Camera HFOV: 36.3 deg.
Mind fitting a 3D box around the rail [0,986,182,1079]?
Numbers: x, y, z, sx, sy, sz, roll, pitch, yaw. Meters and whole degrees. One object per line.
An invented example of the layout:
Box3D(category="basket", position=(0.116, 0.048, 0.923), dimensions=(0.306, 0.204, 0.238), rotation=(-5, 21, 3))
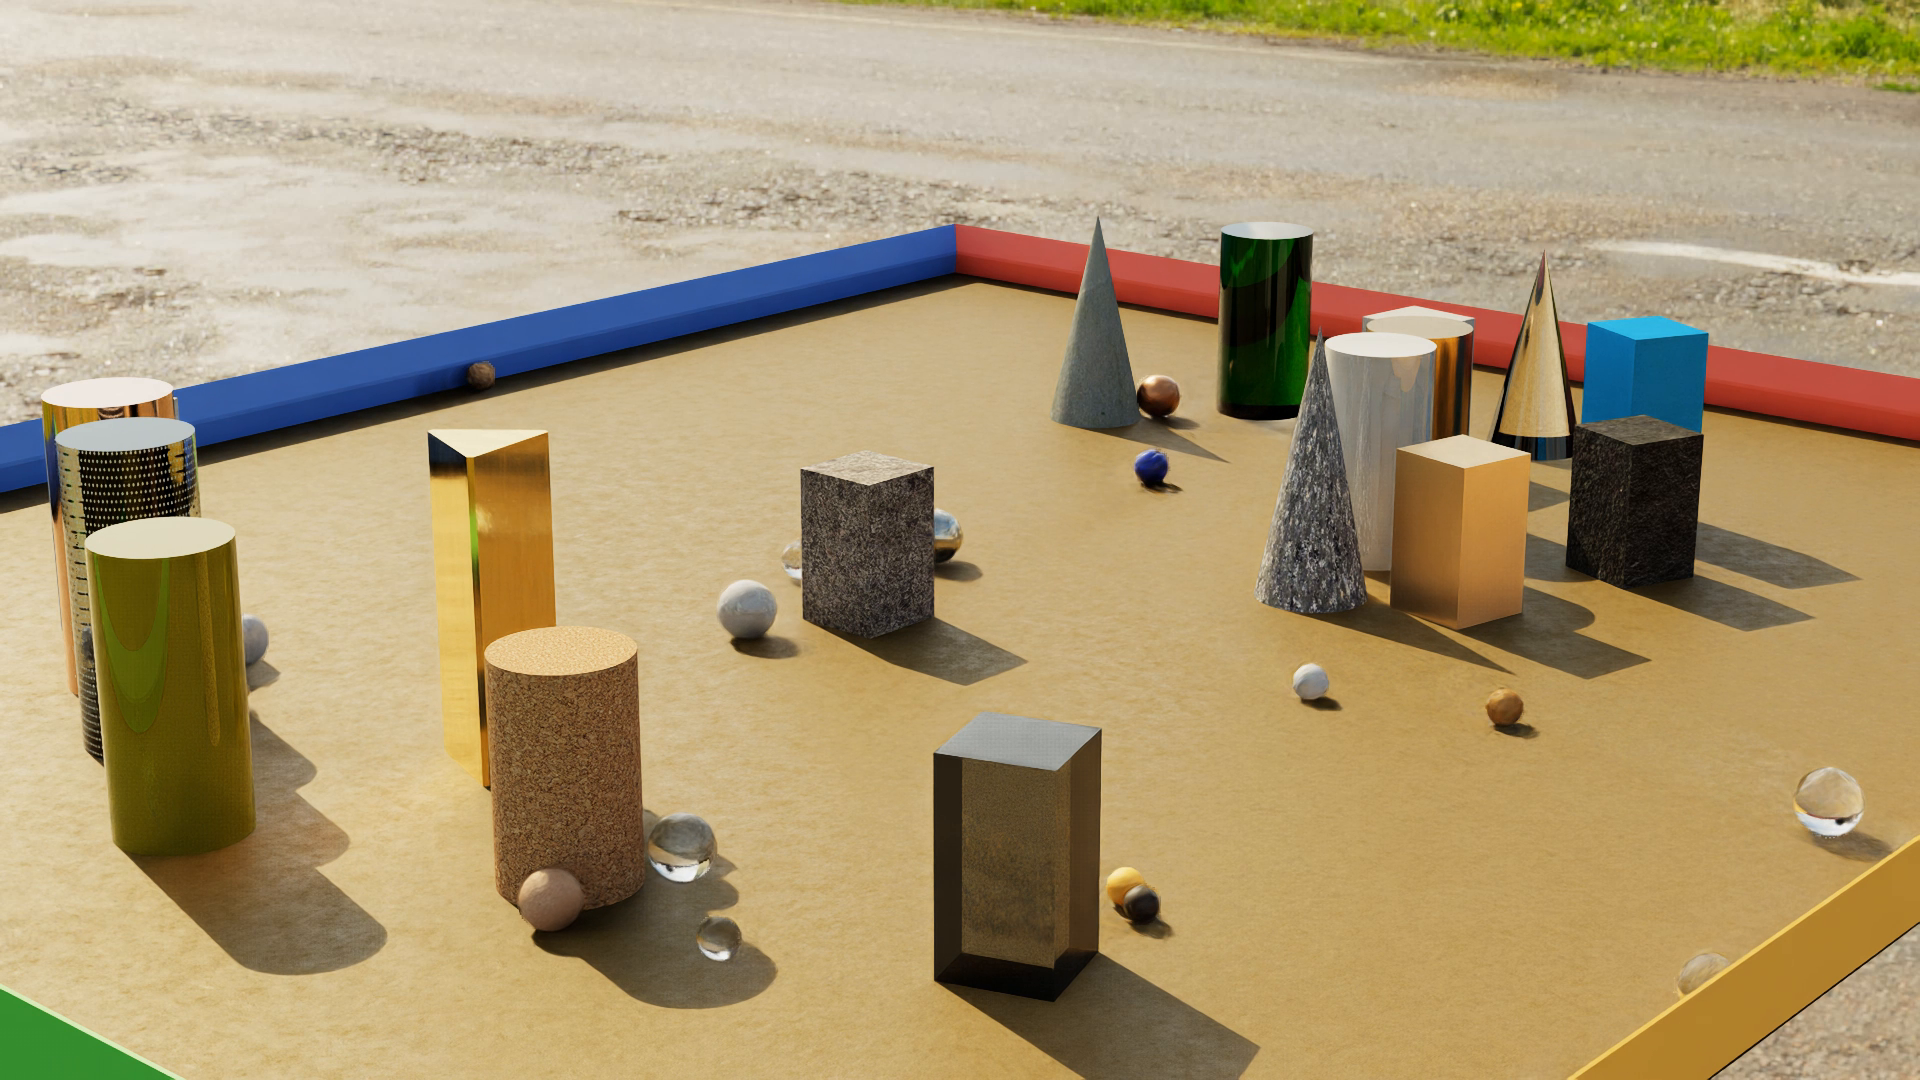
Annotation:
Box3D(category="rail", position=(-1.371, 0.488, 3.608), dimensions=(3.709, 0.129, 0.045), rotation=(14, 22, 39))

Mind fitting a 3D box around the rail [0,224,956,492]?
Box3D(category="rail", position=(-1.382, -0.314, 6.269), dimensions=(0.045, 0.129, 4.230), rotation=(14, 22, 39))

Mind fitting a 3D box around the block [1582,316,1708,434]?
Box3D(category="block", position=(1.284, -0.217, 5.527), dimensions=(0.159, 0.374, 0.159), rotation=(-6, 18, -20))

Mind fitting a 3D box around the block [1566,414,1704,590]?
Box3D(category="block", position=(1.202, -0.069, 5.229), dimensions=(0.159, 0.263, 0.159), rotation=(-9, 19, -26))

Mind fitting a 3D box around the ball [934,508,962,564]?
Box3D(category="ball", position=(-0.045, -0.007, 5.306), dimensions=(0.099, 0.099, 0.099), rotation=(0, 17, 0))

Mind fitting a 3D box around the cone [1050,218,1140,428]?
Box3D(category="cone", position=(0.293, -0.479, 6.277), dimensions=(0.199, 0.443, 0.199), rotation=(0, 17, 0))

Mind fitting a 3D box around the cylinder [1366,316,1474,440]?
Box3D(category="cylinder", position=(0.864, -0.224, 5.559), dimensions=(0.199, 0.368, 0.199), rotation=(0, 17, 0))

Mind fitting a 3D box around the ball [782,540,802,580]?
Box3D(category="ball", position=(-0.283, 0.035, 5.215), dimensions=(0.070, 0.070, 0.070), rotation=(0, 17, 0))

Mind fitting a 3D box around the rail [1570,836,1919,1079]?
Box3D(category="rail", position=(1.382, 0.379, 3.970), dimensions=(0.045, 0.129, 4.230), rotation=(14, 22, 39))

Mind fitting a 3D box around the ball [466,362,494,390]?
Box3D(category="ball", position=(-1.074, -0.366, 6.562), dimensions=(0.063, 0.063, 0.063), rotation=(0, 17, 0))

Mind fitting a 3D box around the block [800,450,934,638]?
Box3D(category="block", position=(-0.156, 0.005, 4.975), dimensions=(0.159, 0.267, 0.159), rotation=(14, 22, 40))

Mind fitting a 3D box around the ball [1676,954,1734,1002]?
Box3D(category="ball", position=(0.903, 0.538, 3.531), dimensions=(0.080, 0.080, 0.080), rotation=(0, 17, 0))

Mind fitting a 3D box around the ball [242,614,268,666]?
Box3D(category="ball", position=(-1.170, 0.163, 4.763), dimensions=(0.088, 0.088, 0.088), rotation=(0, 17, 0))

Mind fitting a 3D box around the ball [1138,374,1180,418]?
Box3D(category="ball", position=(0.428, -0.310, 6.317), dimensions=(0.093, 0.093, 0.093), rotation=(0, 17, 0))

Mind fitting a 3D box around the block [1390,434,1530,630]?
Box3D(category="block", position=(0.854, -0.015, 5.015), dimensions=(0.159, 0.283, 0.159), rotation=(-12, 21, -35))

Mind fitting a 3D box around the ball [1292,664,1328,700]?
Box3D(category="ball", position=(0.552, 0.223, 4.616), dimensions=(0.056, 0.056, 0.056), rotation=(0, 17, 0))

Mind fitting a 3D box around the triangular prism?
Box3D(category="triangular prism", position=(-0.708, 0.089, 4.298), dimensions=(0.149, 0.496, 0.172), rotation=(10, 19, 30))

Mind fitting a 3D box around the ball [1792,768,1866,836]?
Box3D(category="ball", position=(1.209, 0.364, 4.078), dimensions=(0.097, 0.097, 0.097), rotation=(0, 17, 0))

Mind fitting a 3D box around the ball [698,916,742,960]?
Box3D(category="ball", position=(-0.303, 0.502, 3.693), dimensions=(0.055, 0.055, 0.055), rotation=(0, 17, 0))

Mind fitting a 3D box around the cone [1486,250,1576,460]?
Box3D(category="cone", position=(1.190, -0.393, 6.028), dimensions=(0.199, 0.421, 0.199), rotation=(0, 17, 0))

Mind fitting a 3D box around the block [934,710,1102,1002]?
Box3D(category="block", position=(0.072, 0.390, 3.636), dimensions=(0.159, 0.302, 0.159), rotation=(7, 18, 22))

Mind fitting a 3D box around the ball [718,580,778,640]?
Box3D(category="ball", position=(-0.355, 0.116, 4.897), dimensions=(0.099, 0.099, 0.099), rotation=(0, 17, 0))

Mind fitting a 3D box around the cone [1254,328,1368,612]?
Box3D(category="cone", position=(0.614, -0.135, 5.064), dimensions=(0.199, 0.483, 0.199), rotation=(0, 17, 0))

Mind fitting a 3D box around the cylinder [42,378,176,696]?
Box3D(category="cylinder", position=(-1.330, -0.003, 4.640), dimensions=(0.199, 0.475, 0.199), rotation=(0, 17, 0))

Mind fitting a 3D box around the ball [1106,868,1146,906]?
Box3D(category="ball", position=(0.218, 0.456, 3.852), dimensions=(0.052, 0.052, 0.052), rotation=(0, 17, 0))

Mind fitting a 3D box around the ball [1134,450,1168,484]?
Box3D(category="ball", position=(0.379, -0.144, 5.815), dimensions=(0.069, 0.069, 0.069), rotation=(0, 17, 0))

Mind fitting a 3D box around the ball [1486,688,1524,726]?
Box3D(category="ball", position=(0.837, 0.257, 4.504), dimensions=(0.056, 0.056, 0.056), rotation=(0, 17, 0))

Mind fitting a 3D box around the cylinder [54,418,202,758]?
Box3D(category="cylinder", position=(-1.228, 0.073, 4.384), dimensions=(0.199, 0.478, 0.199), rotation=(0, 17, 0))

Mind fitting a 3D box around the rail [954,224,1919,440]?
Box3D(category="rail", position=(1.371, -0.423, 6.632), dimensions=(3.709, 0.129, 0.045), rotation=(14, 22, 39))

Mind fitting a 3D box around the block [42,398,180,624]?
Box3D(category="block", position=(-1.419, -0.044, 4.951), dimensions=(0.159, 0.376, 0.159), rotation=(5, 17, 16))

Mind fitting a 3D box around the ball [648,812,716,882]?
Box3D(category="ball", position=(-0.372, 0.412, 3.927), dimensions=(0.093, 0.093, 0.093), rotation=(0, 17, 0))

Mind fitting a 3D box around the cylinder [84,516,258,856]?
Box3D(category="cylinder", position=(-1.087, 0.201, 4.049), dimensions=(0.199, 0.427, 0.199), rotation=(0, 17, 0))

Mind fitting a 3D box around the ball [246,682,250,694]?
Box3D(category="ball", position=(-1.139, 0.235, 4.581), dimensions=(0.055, 0.055, 0.055), rotation=(0, 17, 0))

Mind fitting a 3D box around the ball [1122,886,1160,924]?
Box3D(category="ball", position=(0.235, 0.473, 3.801), dimensions=(0.048, 0.048, 0.048), rotation=(0, 17, 0))

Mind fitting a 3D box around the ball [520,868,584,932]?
Box3D(category="ball", position=(-0.527, 0.463, 3.777), dimensions=(0.082, 0.082, 0.082), rotation=(0, 17, 0))

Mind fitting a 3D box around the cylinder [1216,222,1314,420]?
Box3D(category="cylinder", position=(0.659, -0.475, 6.346), dimensions=(0.199, 0.395, 0.199), rotation=(0, 17, 0))

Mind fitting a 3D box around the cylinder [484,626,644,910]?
Box3D(category="cylinder", position=(-0.523, 0.301, 3.888), dimensions=(0.199, 0.327, 0.199), rotation=(0, 17, 0))

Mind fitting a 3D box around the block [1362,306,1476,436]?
Box3D(category="block", position=(0.925, -0.305, 5.951), dimensions=(0.159, 0.299, 0.159), rotation=(-14, 22, -39))

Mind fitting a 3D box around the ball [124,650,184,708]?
Box3D(category="ball", position=(-1.258, 0.218, 4.576), dimensions=(0.090, 0.090, 0.090), rotation=(0, 17, 0))

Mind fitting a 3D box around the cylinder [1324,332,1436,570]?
Box3D(category="cylinder", position=(0.754, -0.162, 5.309), dimensions=(0.199, 0.394, 0.199), rotation=(0, 17, 0))
